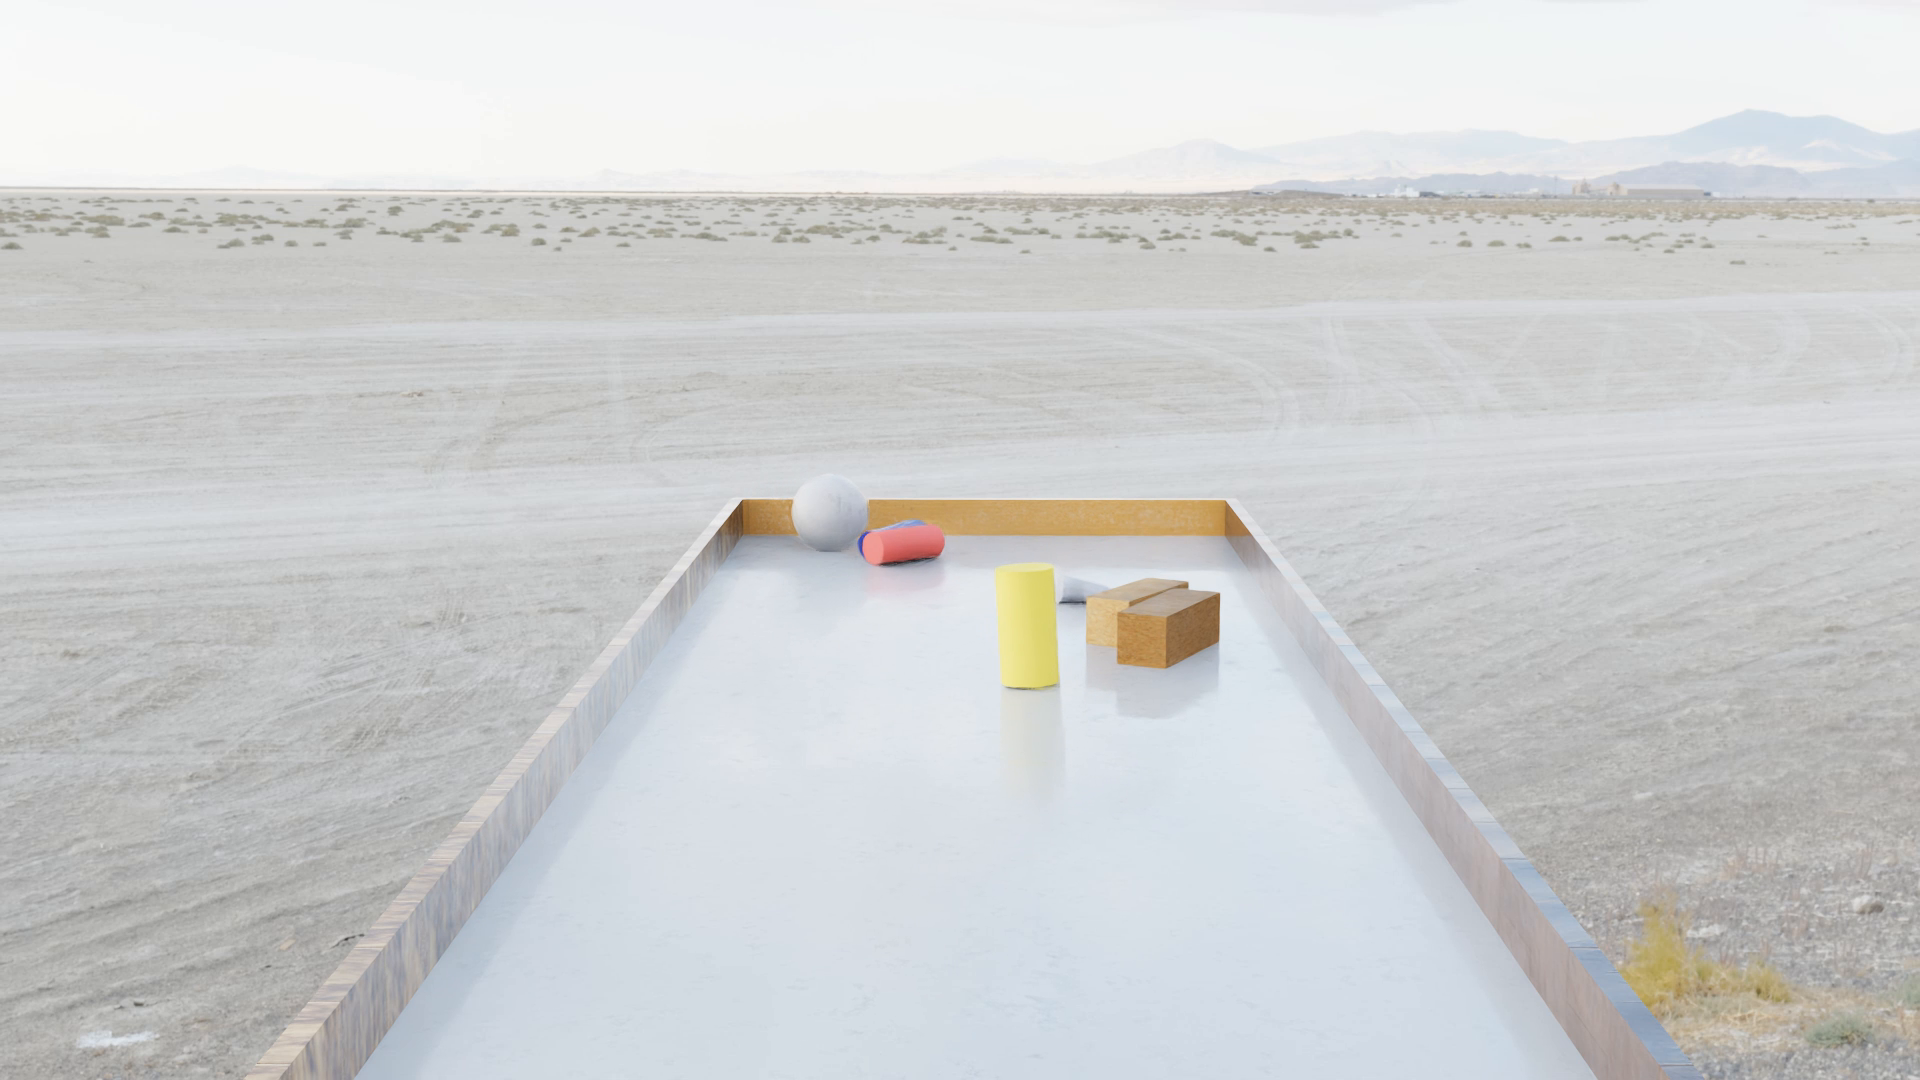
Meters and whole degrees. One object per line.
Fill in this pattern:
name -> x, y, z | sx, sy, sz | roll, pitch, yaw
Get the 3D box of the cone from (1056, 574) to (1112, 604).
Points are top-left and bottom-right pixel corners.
cone -> 0.506, 0.189, 7.653 | 0.339, 0.103, 0.103 | 7, 7, -15

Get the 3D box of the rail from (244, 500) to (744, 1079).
rail -> -1.004, 0.839, 3.234 | 0.050, 0.150, 12.000 | 0, 9, 1

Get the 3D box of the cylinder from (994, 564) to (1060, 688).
cylinder -> 0.195, 0.246, 6.355 | 0.171, 0.335, 0.171 | -3, 7, 0

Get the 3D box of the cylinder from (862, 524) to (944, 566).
cylinder -> -0.216, 0.018, 8.488 | 0.304, 0.127, 0.127 | -8, 12, -41

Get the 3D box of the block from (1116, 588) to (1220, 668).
block -> 0.649, 0.270, 6.800 | 0.159, 0.159, 0.459 | 5, 10, 27

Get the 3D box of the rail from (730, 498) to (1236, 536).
rail -> 0.099, -0.098, 9.147 | 2.100, 0.150, 0.050 | 0, 9, 1

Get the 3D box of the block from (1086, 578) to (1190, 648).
block -> 0.573, 0.232, 7.066 | 0.151, 0.151, 0.419 | 6, 11, 32

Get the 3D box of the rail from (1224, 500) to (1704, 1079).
rail -> 1.046, 0.843, 3.208 | 0.050, 0.150, 12.000 | 0, 9, 1

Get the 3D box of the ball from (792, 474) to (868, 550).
ball -> -0.516, -0.110, 8.729 | 0.305, 0.305, 0.305 | 0, 9, 0

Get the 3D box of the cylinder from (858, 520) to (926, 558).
cylinder -> -0.260, -0.004, 8.687 | 0.109, 0.109, 0.370 | 5, 10, 28
